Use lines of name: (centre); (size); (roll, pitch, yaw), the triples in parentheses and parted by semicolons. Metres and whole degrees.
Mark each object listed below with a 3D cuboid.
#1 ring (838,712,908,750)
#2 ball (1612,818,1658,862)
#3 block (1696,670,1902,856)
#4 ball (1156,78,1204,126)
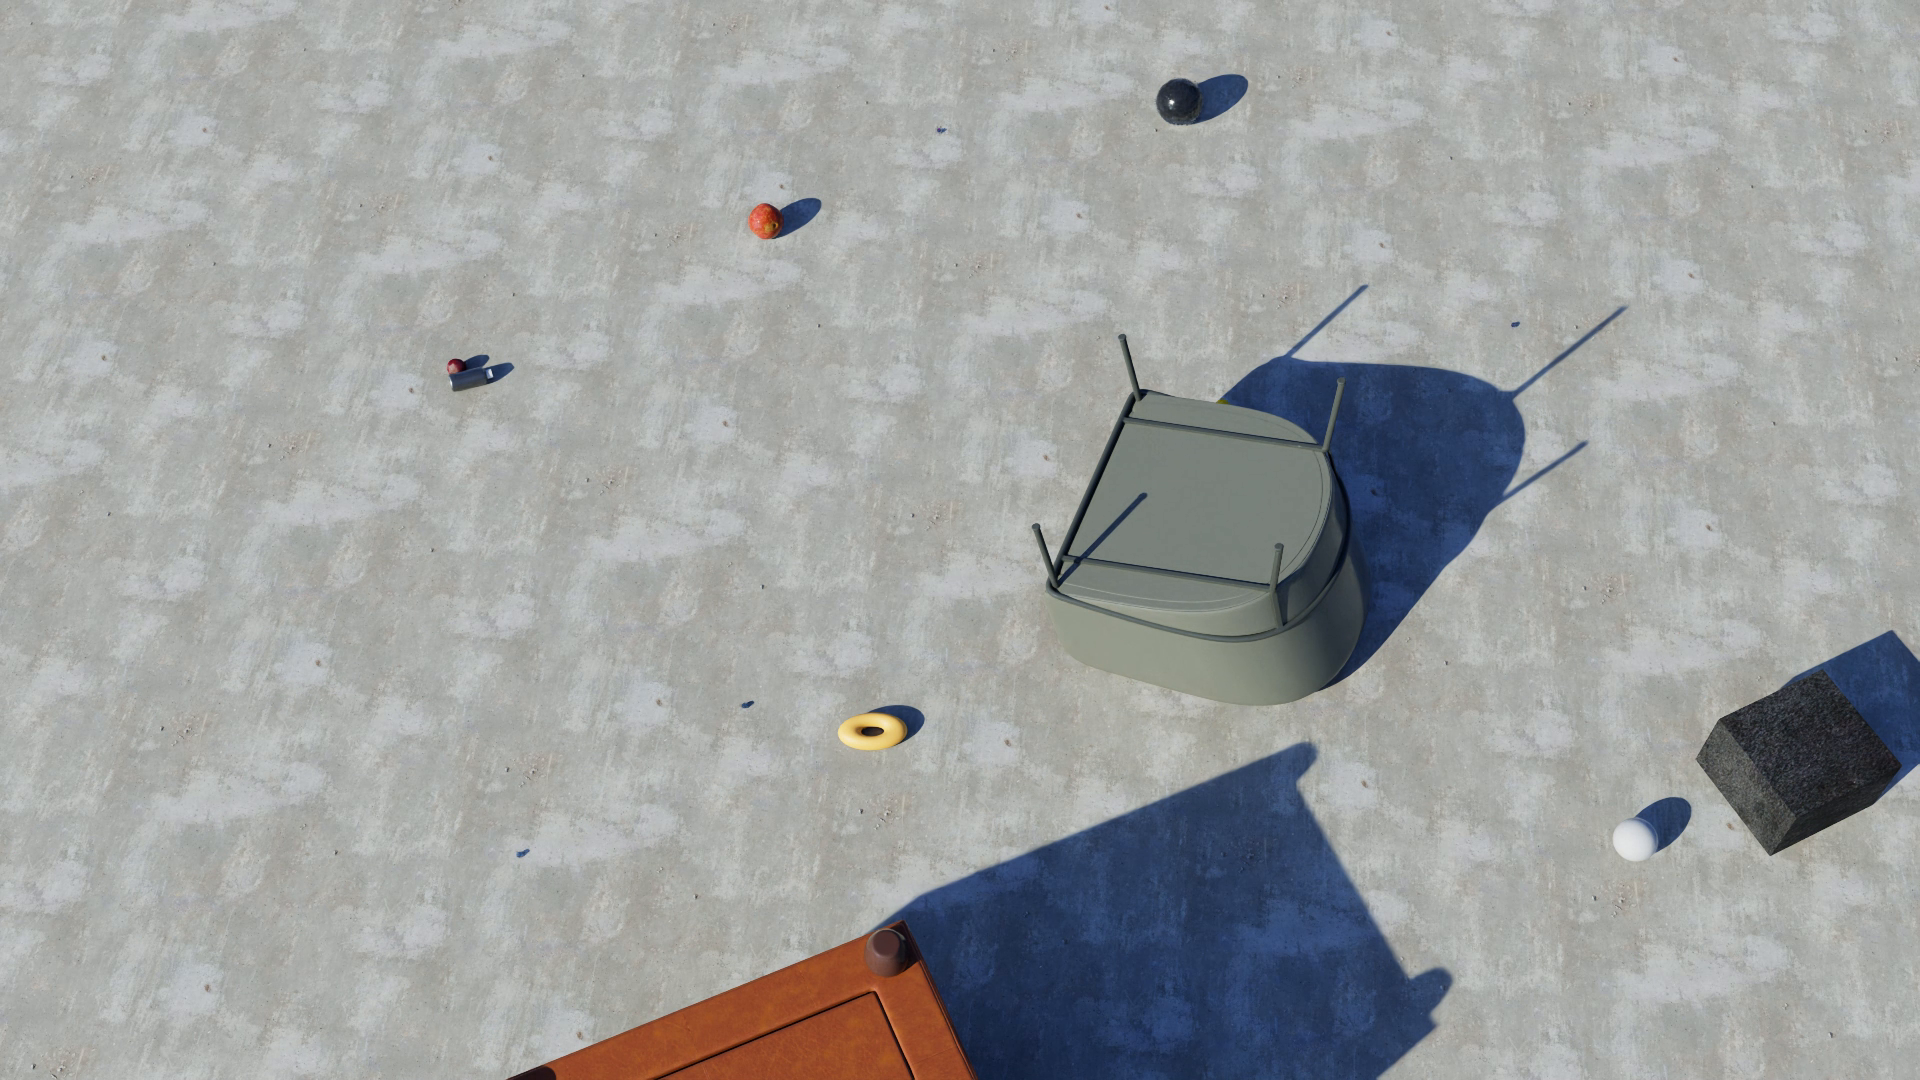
ring: (-0.245, 0.538, 6.184); (0.196, 0.049, 0.112); (-3, 58, -3)
ball: (1.830, 0.812, 5.958); (0.119, 0.119, 0.119); (0, 56, 0)
block: (2.292, 0.609, 6.026); (0.353, 0.231, 0.334); (-22, 59, -14)
ball: (0.746, -1.491, 7.478); (0.160, 0.160, 0.160); (0, 56, 0)
